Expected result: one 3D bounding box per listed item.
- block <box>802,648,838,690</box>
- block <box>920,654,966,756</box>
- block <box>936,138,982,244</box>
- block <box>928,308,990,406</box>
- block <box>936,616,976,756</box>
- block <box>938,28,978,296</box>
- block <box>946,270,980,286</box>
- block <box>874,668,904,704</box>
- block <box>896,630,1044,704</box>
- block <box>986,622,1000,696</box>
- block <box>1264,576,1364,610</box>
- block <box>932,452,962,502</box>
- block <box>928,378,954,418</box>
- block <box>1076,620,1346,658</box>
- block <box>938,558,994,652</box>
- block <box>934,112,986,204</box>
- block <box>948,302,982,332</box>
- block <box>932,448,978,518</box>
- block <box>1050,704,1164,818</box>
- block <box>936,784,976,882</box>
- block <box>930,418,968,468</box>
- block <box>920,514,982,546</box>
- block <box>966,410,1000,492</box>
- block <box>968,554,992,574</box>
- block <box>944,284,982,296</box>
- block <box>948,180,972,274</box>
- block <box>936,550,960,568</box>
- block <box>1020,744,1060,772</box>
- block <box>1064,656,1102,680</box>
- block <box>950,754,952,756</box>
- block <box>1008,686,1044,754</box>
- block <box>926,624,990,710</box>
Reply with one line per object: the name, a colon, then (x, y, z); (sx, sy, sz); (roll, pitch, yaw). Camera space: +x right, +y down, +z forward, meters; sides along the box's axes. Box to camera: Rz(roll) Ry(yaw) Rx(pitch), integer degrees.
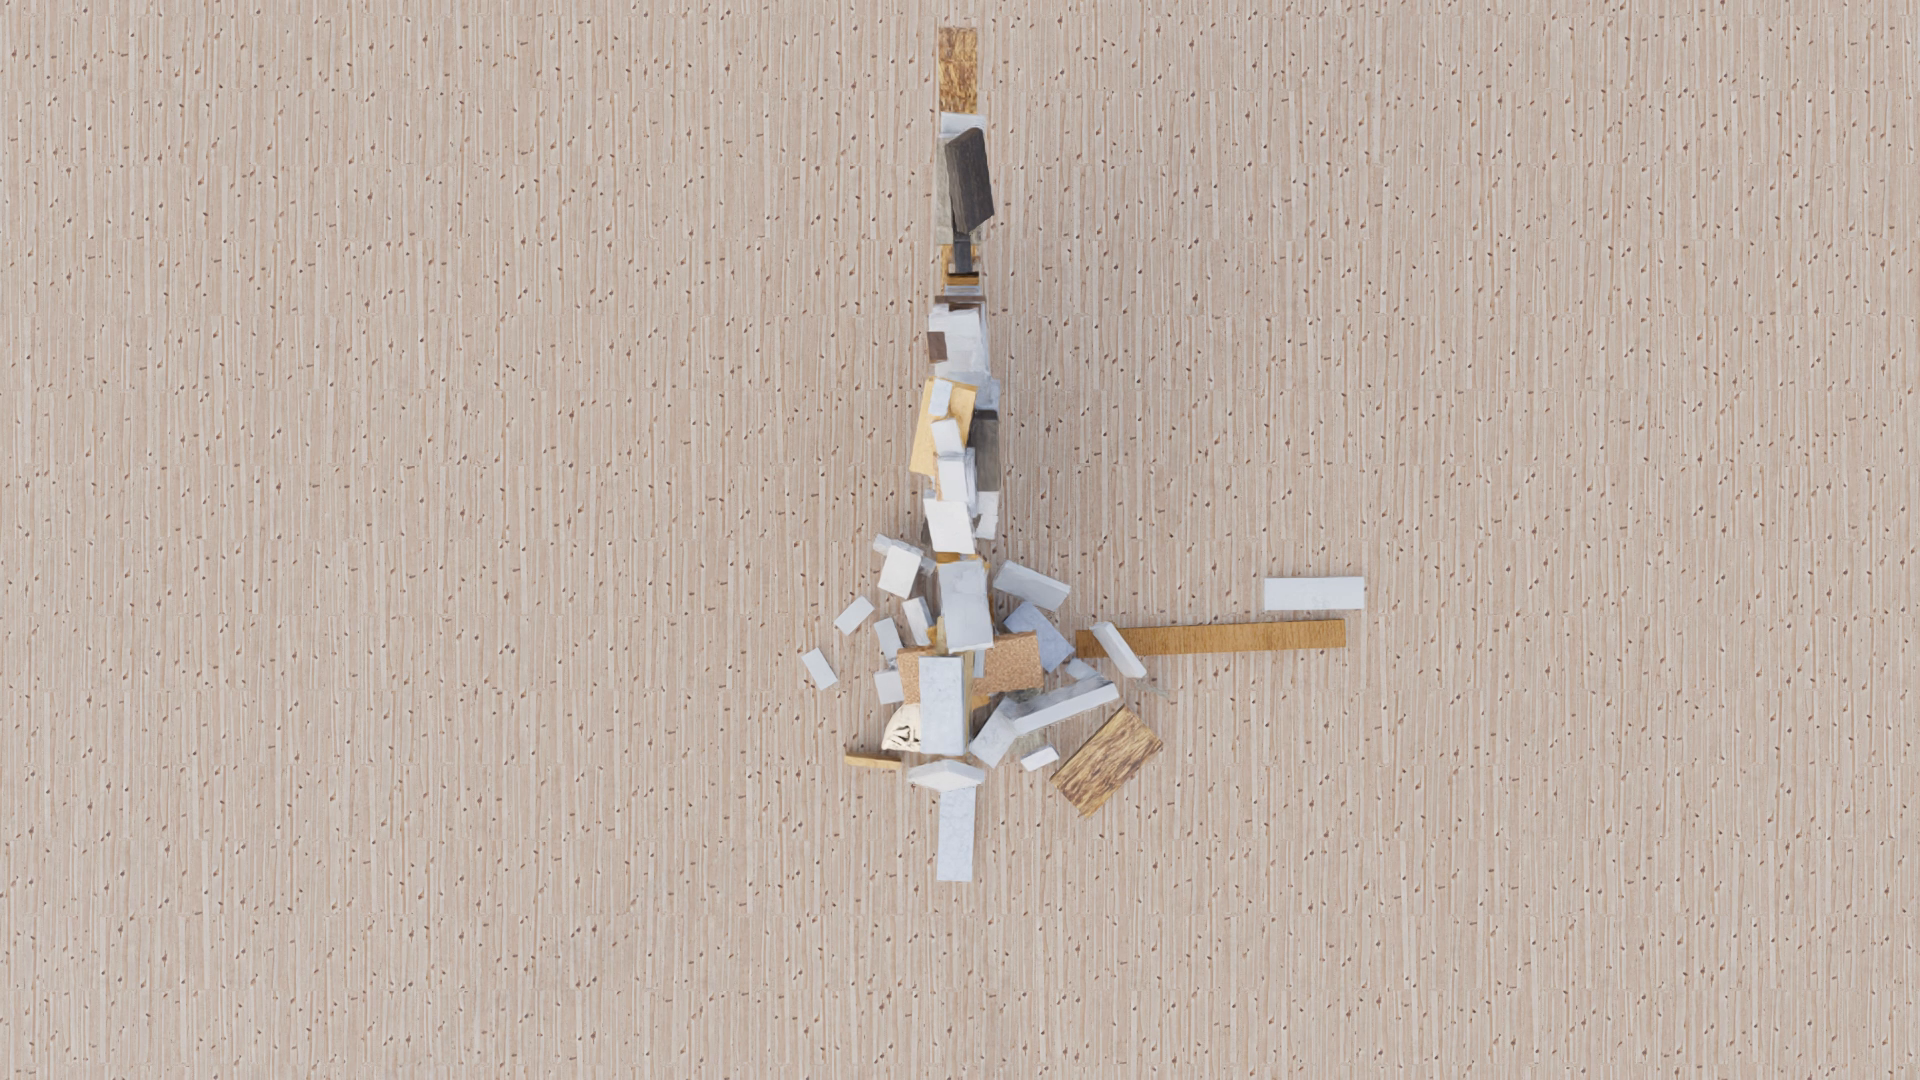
block: (-0.467, 0.428, 5.491); (0.065, 0.018, 0.130); (-31, 90, 0)
block: (-0.055, 0.524, 5.240); (0.136, 0.039, 0.313); (0, 96, 14)
block: (-0.003, -1.011, 4.788); (0.130, 0.037, 0.301); (1, 96, 6)
block: (-0.003, -0.509, 4.652); (0.140, 0.040, 0.280); (-6, 120, 3)
block: (-0.023, 0.466, 5.271); (0.122, 0.035, 0.443); (5, 97, 6)
block: (-0.005, -1.095, 5.095); (0.110, 1.065, 0.031); (0, 48, 0)
block: (0.008, -0.770, 4.844); (0.093, 0.185, 0.026); (0, 106, -1)
block: (-0.170, 0.472, 5.461); (0.211, 0.030, 0.105); (-11, 105, 6)
block: (0.034, 0.415, 5.368); (0.457, 0.050, 0.178); (-8, 108, 5)
block: (0.101, 0.393, 5.433); (0.109, 0.031, 0.219); (-30, 109, -23)
block: (1.176, 0.178, 5.485); (0.329, 0.030, 0.105); (-1, 90, 0)
block: (-0.034, -0.175, 4.582); (0.071, 0.020, 0.142); (1, 119, 12)
block: (-0.052, -0.385, 4.459); (0.049, 0.014, 0.097); (15, 109, 6)
block: (0.833, 0.328, 5.487); (0.893, 0.026, 0.092); (-2, 90, 0)
block: (0.018, 0.198, 5.020); (0.136, 0.039, 0.273); (-9, 68, 5)
block: (0.001, -1.117, 4.839); (0.130, 0.037, 0.261); (4, 112, -3)
block: (0.013, -0.577, 4.659); (0.093, 0.026, 0.185); (1, 116, -1)
block: (-0.016, -0.165, 4.705); (0.122, 0.245, 0.035); (6, 47, 9)
block: (0.486, 0.734, 5.475); (0.356, 0.050, 0.178); (-45, 90, 0)
block: (-0.011, 0.948, 5.484); (0.115, 0.033, 0.364); (3, 90, 0)
block: (-0.029, -0.261, 4.512); (0.071, 0.020, 0.142); (-7, 112, 18)
block: (-0.021, -0.072, 5.162); (0.160, 0.320, 0.045); (11, 59, -5)
block: (0.039, -0.251, 4.662); (0.140, 0.280, 0.040); (3, 47, 6)
block: (0.030, 0.119, 5.251); (0.073, 0.021, 0.146); (33, 95, 2)
block: (0.003, -0.705, 5.025); (0.110, 0.221, 0.031); (1, 66, -3)
block: (0.000, -0.920, 4.745); (0.049, 0.014, 0.305); (-3, 89, -18)
block: (-0.036, 0.042, 5.311); (0.073, 0.146, 0.021); (0, 124, 1)
block: (0.264, 0.722, 5.465); (0.116, 0.016, 0.058); (-26, 118, 14)
block: (0.412, 0.443, 5.491); (0.116, 0.016, 0.058); (34, 90, 0)
block: (-0.003, 0.658, 5.492); (0.059, 0.017, 0.117); (-1, 90, 0)
block: (0.219, 0.595, 5.484); (0.115, 0.033, 0.230); (-2, 90, 0)
block: (-0.006, 0.415, 5.429); (0.109, 0.031, 0.315); (-24, 107, -7)
